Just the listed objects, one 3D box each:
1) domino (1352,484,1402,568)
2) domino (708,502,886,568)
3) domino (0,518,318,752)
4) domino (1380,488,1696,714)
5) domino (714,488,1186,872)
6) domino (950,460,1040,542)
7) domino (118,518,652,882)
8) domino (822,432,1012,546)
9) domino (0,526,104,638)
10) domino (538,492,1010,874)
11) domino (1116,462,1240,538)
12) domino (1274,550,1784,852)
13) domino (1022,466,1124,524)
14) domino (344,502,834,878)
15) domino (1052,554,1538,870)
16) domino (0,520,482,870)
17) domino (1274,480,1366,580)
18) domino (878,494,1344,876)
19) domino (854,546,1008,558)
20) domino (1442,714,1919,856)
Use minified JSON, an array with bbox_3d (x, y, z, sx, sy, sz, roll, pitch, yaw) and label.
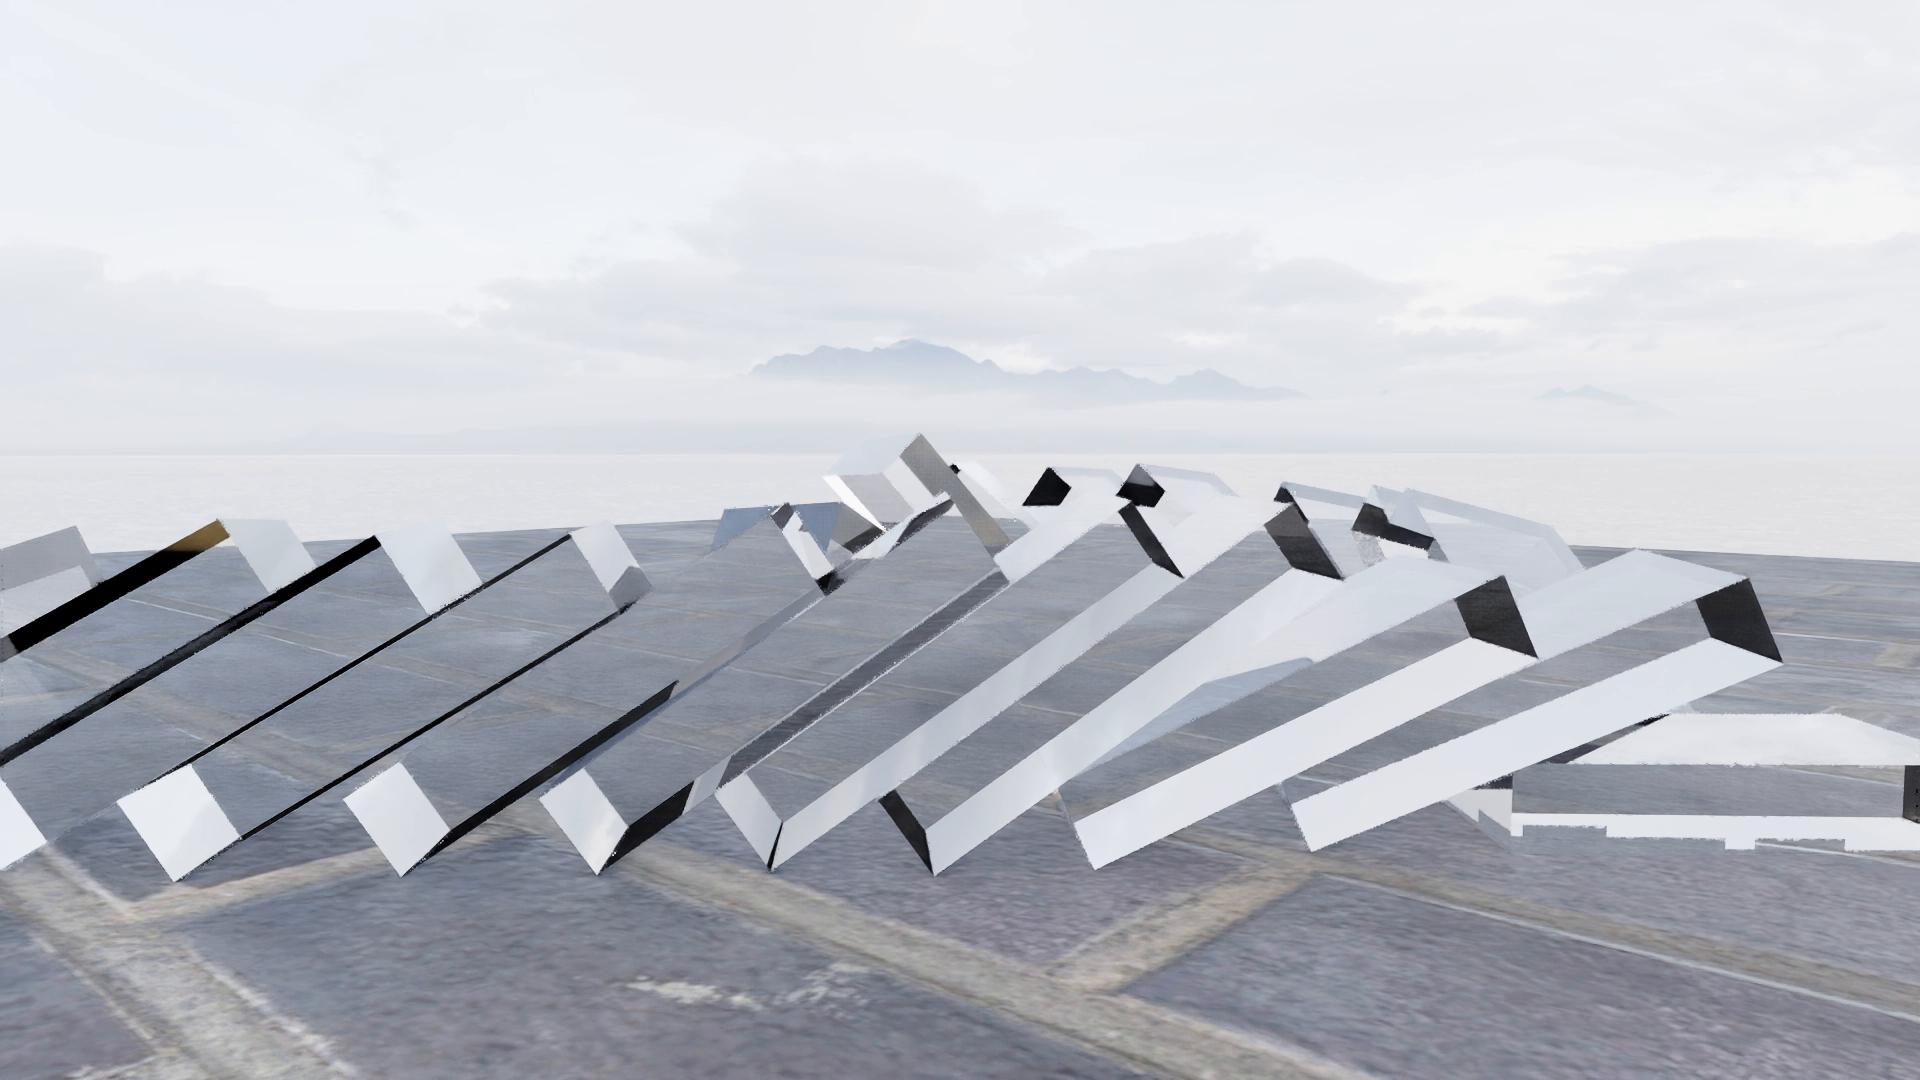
[{"bbox_3d":[0.081,0.009,0.205,0.025,0.010,0.050,16,29,-3],"label":"domino"},{"bbox_3d":[-0.013,0.010,0.203,0.025,0.009,0.050,-2,-27,39],"label":"domino"},{"bbox_3d":[-0.095,0.015,0.136,0.050,0.010,0.025,-32,8,-12],"label":"domino"},{"bbox_3d":[0.080,0.011,0.182,0.025,0.010,0.050,14,29,-6],"label":"domino"},{"bbox_3d":[-0.002,0.013,0.138,0.050,0.009,0.025,-35,6,0],"label":"domino"},{"bbox_3d":[0.017,0.005,0.240,0.050,0.010,0.025,40,10,5],"label":"domino"},{"bbox_3d":[-0.059,0.015,0.138,0.050,0.010,0.025,-31,7,-3],"label":"domino"},{"bbox_3d":[0.000,0.004,0.224,0.010,0.050,0.025,-48,22,-19],"label":"domino"},{"bbox_3d":[-0.121,0.015,0.138,0.050,0.009,0.025,-27,-2,-37],"label":"domino"},{"bbox_3d":[-0.019,0.014,0.138,0.050,0.010,0.025,-35,6,1],"label":"domino"},{"bbox_3d":[0.053,0.006,0.234,0.025,0.010,0.050,3,36,-44],"label":"domino"},{"bbox_3d":[0.058,0.017,0.143,0.050,0.010,0.025,-24,4,7],"label":"domino"},{"bbox_3d":[0.037,0.005,0.241,0.050,0.010,0.025,44,24,25],"label":"domino"},{"bbox_3d":[-0.038,0.014,0.138,0.050,0.010,0.025,-34,6,0],"label":"domino"},{"bbox_3d":[0.033,0.017,0.141,0.050,0.009,0.025,-25,6,-2],"label":"domino"},{"bbox_3d":[-0.078,0.016,0.136,0.050,0.009,0.025,-31,8,-5],"label":"domino"},{"bbox_3d":[0.074,0.008,0.224,0.025,0.010,0.050,10,29,-13],"label":"domino"},{"bbox_3d":[0.014,0.014,0.139,0.050,0.010,0.025,-35,6,-2],"label":"domino"},{"bbox_3d":[0.000,0.014,0.176,0.025,0.009,0.050,0,-21,0],"label":"domino"},{"bbox_3d":[0.082,0.027,0.145,0.050,0.010,0.025,0,4,1],"label":"domino"}]
